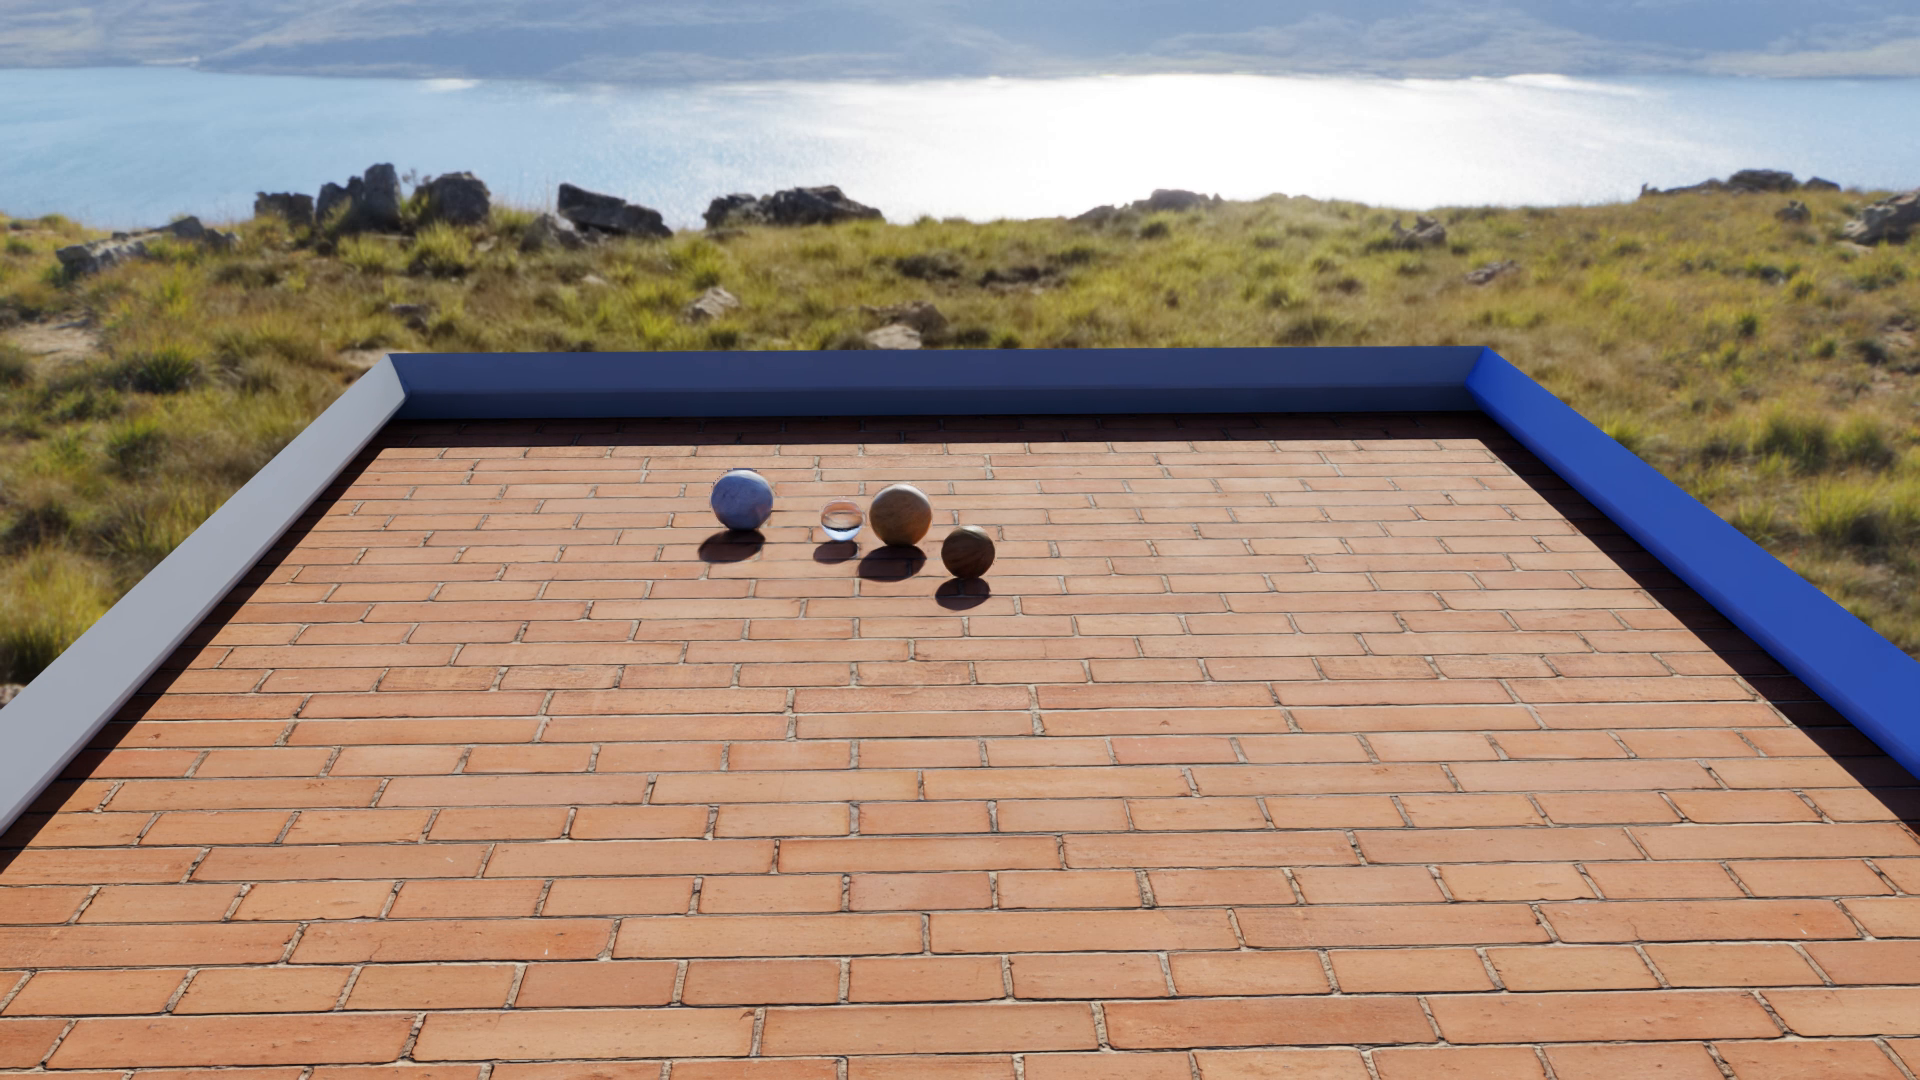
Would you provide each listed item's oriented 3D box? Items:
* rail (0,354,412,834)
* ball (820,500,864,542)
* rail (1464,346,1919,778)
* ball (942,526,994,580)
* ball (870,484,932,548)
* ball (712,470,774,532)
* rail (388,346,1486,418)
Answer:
[{"bbox_3d":[-0.823,0.223,1.880,0.045,0.105,3.345,-1,16,-2],"label":"rail"},{"bbox_3d":[-0.152,-0.025,2.825,0.054,0.054,0.054,0,16,0],"label":"ball"},{"bbox_3d":[0.882,0.206,1.938,0.045,0.105,3.345,-1,16,-2],"label":"rail"},{"bbox_3d":[0.010,0.016,2.667,0.065,0.065,0.065,0,16,0],"label":"ball"},{"bbox_3d":[-0.075,-0.031,2.798,0.081,0.081,0.081,0,16,0],"label":"ball"},{"bbox_3d":[-0.284,-0.051,2.869,0.080,0.080,0.080,0,16,0],"label":"ball"},{"bbox_3d":[-0.029,-0.246,3.491,1.753,0.105,0.045,-1,16,-2],"label":"rail"}]
